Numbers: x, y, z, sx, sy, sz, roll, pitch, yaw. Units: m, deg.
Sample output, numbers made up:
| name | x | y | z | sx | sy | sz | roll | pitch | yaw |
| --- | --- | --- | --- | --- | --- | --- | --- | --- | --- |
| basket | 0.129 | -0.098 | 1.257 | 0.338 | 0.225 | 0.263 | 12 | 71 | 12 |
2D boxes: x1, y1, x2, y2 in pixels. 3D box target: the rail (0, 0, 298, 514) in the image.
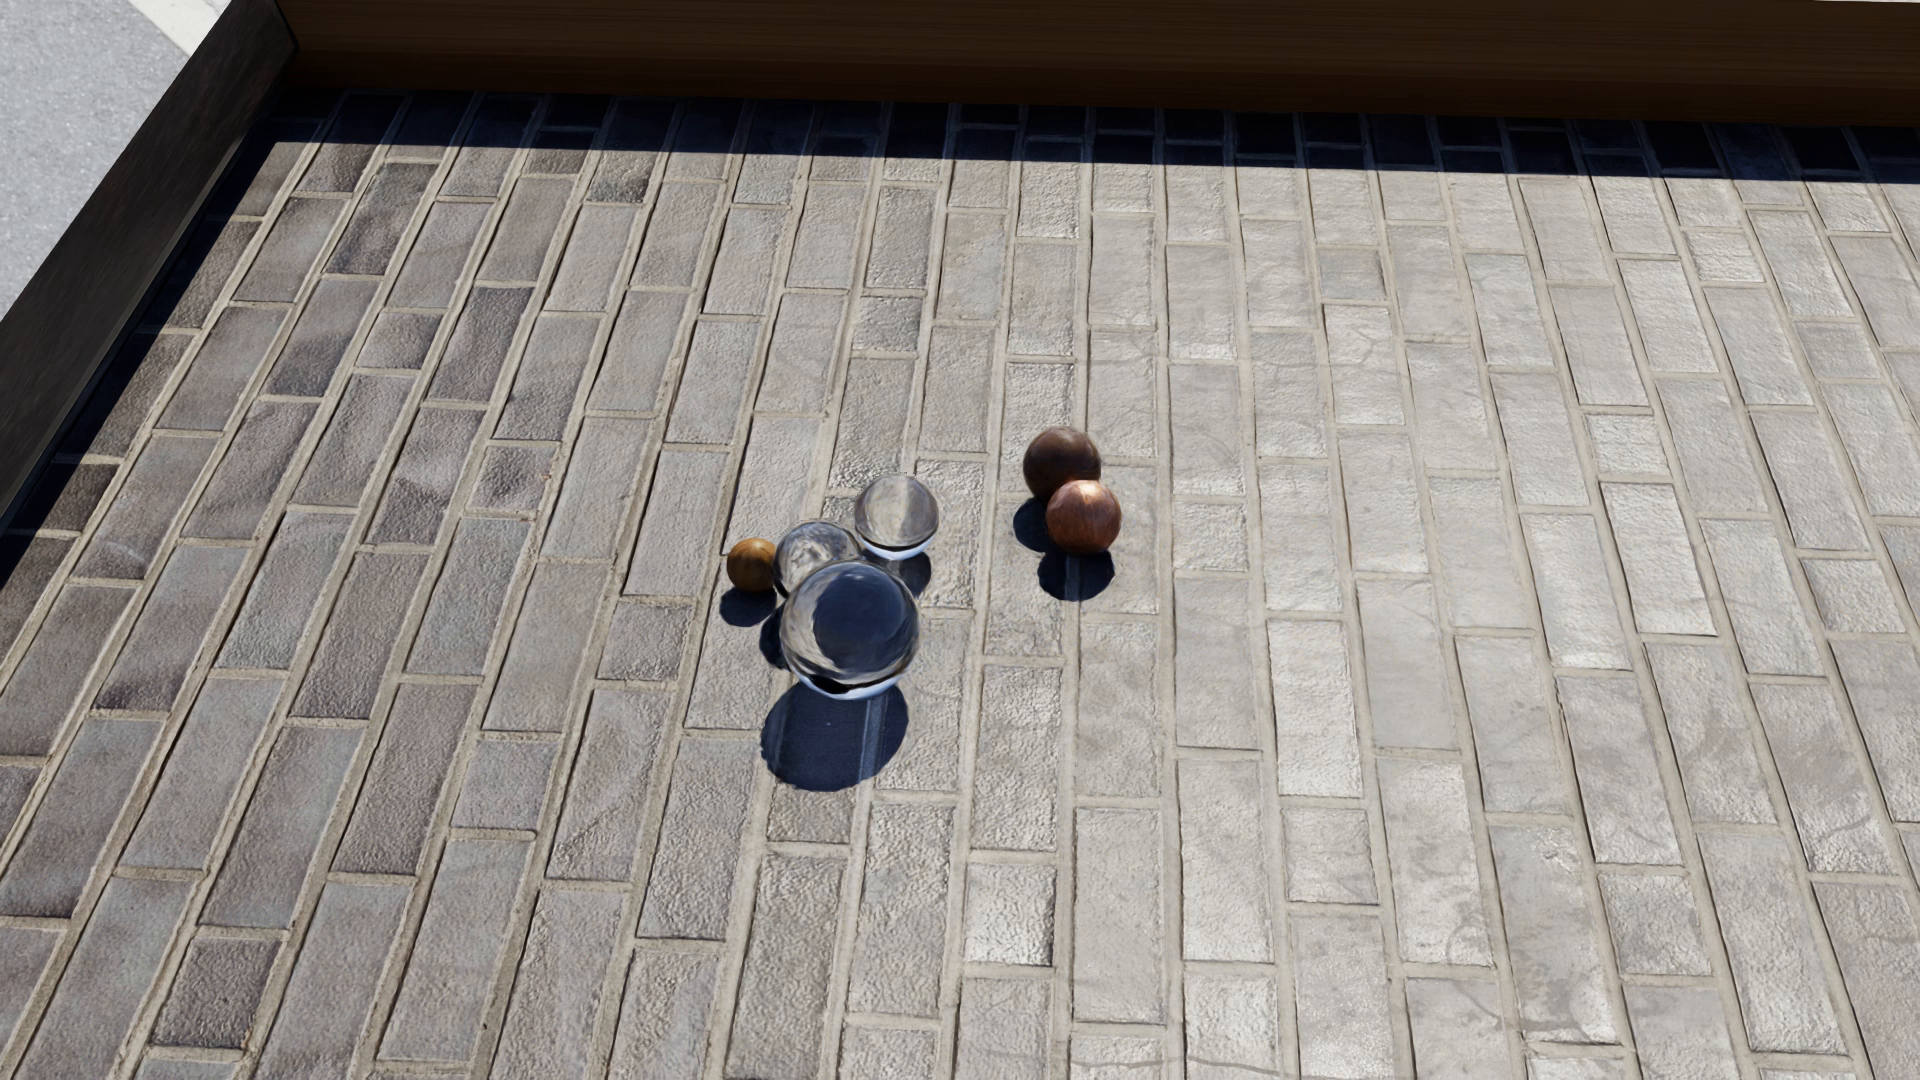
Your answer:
| name | x | y | z | sx | sy | sz | roll | pitch | yaw |
| --- | --- | --- | --- | --- | --- | --- | --- | --- | --- |
| rail | -0.707 | -0.050 | 1.877 | 0.045 | 0.126 | 1.592 | 2 | 35 | 3 |

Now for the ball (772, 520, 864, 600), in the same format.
| name | x | y | z | sx | sy | sz | roll | pitch | yaw |
| --- | --- | --- | --- | --- | --- | --- | --- | --- | --- |
| ball | -0.101 | 0.019 | 1.831 | 0.067 | 0.067 | 0.067 | 0 | 35 | 0 |

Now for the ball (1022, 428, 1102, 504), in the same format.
| name | x | y | z | sx | sy | sz | roll | pitch | yaw |
| --- | --- | --- | --- | --- | --- | --- | --- | --- | --- |
| ball | 0.077 | -0.055 | 1.943 | 0.061 | 0.061 | 0.061 | 0 | 35 | 0 |

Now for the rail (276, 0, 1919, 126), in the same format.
| name | x | y | z | sx | sy | sz | roll | pitch | yaw |
| --- | --- | --- | --- | --- | --- | --- | --- | --- | --- |
| rail | 0.775 | -0.446 | 2.441 | 2.926 | 0.126 | 0.045 | 2 | 35 | 3 |

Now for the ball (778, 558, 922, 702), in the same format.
| name | x | y | z | sx | sy | sz | roll | pitch | yaw |
| --- | --- | --- | --- | --- | --- | --- | --- | --- | --- |
| ball | -0.075 | 0.061 | 1.747 | 0.097 | 0.097 | 0.097 | 0 | 35 | 0 |

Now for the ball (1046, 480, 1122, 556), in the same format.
| name | x | y | z | sx | sy | sz | roll | pitch | yaw |
| --- | --- | --- | --- | --- | --- | --- | --- | --- | --- |
| ball | 0.091 | -0.016 | 1.892 | 0.057 | 0.057 | 0.057 | 0 | 35 | 0 |

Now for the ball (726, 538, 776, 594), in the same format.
| name | x | y | z | sx | sy | sz | roll | pitch | yaw |
| --- | --- | --- | --- | --- | --- | --- | --- | --- | --- |
| ball | -0.149 | 0.018 | 1.856 | 0.041 | 0.041 | 0.041 | 0 | 35 | 0 |

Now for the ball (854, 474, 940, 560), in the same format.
| name | x | y | z | sx | sy | sz | roll | pitch | yaw |
| --- | --- | --- | --- | --- | --- | --- | --- | --- | --- |
| ball | -0.047 | -0.017 | 1.887 | 0.063 | 0.063 | 0.063 | 0 | 35 | 0 |
